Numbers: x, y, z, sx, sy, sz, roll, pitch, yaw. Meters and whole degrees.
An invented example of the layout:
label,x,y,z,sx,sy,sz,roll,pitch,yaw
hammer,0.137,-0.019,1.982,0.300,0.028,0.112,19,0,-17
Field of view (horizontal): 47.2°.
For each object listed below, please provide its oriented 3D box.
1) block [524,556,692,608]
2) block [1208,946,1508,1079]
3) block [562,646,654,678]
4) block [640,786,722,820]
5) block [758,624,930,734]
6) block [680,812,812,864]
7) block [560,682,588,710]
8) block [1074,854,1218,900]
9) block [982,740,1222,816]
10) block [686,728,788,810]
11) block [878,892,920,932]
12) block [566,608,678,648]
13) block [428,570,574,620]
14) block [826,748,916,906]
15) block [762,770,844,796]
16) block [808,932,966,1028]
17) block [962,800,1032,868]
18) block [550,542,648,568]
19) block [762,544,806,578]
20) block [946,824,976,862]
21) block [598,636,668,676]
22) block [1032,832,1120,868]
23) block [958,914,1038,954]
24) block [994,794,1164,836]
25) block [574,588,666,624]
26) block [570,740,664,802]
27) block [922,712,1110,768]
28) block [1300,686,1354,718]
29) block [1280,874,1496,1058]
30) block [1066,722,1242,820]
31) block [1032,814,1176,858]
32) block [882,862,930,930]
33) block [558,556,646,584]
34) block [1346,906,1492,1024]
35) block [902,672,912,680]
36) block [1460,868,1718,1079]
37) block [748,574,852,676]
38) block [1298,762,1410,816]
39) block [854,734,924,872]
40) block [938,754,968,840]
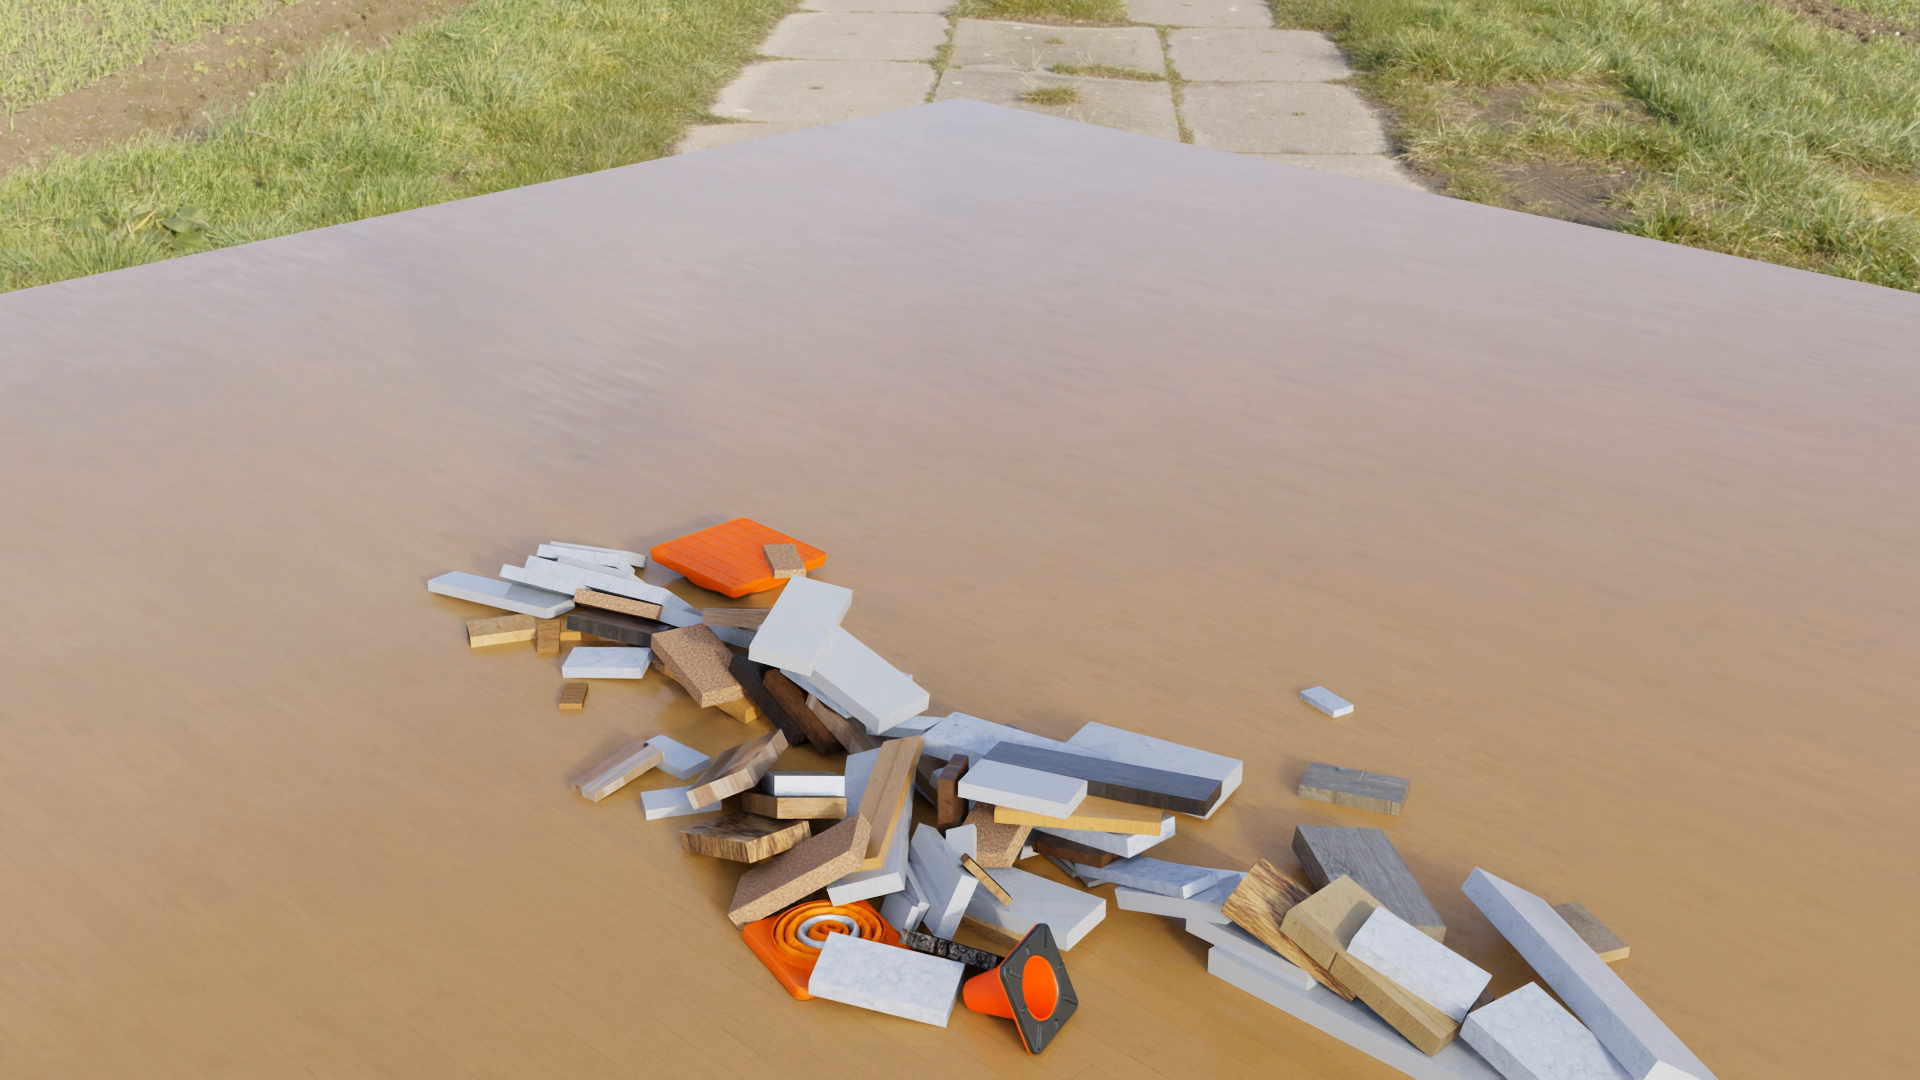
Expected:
label,x,y,z,sx,sy,sz,roll,pitch,yaw
block,-0.854,0.117,5.333,0.408,0.039,0.138,12,-15,27
block,0.730,0.816,3.776,0.640,0.047,0.167,21,31,40
block,-0.807,0.281,5.038,0.186,0.026,0.093,0,28,10
block,-0.568,0.532,4.480,0.154,0.022,0.077,-6,24,-14
block,-0.249,0.267,4.635,0.142,0.040,0.385,-25,47,-38
block,-0.415,0.571,4.242,0.138,0.039,0.275,-16,7,-33
block,-0.864,0.349,4.921,0.050,0.014,0.100,0,23,-1
block,0.342,0.616,4.066,0.081,0.023,0.320,-17,10,-32
block,0.268,0.457,4.226,0.455,0.031,0.110,8,18,21
block,-0.451,0.465,4.479,0.138,0.039,0.275,-22,7,13
block,-0.112,0.684,4.047,0.016,0.056,0.113,22,0,-25
block,-0.789,0.205,5.148,0.234,0.033,0.117,11,11,24
block,-1.123,0.133,5.372,0.403,0.026,0.093,11,20,32
block,-0.166,0.540,4.256,0.138,0.039,0.487,-15,23,9
block,-0.317,0.486,4.401,0.136,0.039,0.273,2,-4,-10
block,-0.127,0.767,3.844,0.248,0.035,0.124,12,35,10
block,0.079,0.537,4.222,0.124,0.035,0.248,-4,29,27
block,-0.916,0.037,5.572,0.219,0.031,0.109,7,-4,17
block,-0.437,0.052,5.471,0.078,0.022,0.157,-3,24,-15
block,0.002,0.587,4.118,0.056,0.016,0.113,-16,43,16
block,-0.680,0.276,5.084,0.072,0.020,0.445,-20,30,-39
block,0.226,0.584,4.186,0.163,0.023,0.081,8,19,39
block,0.066,0.702,4.073,0.190,0.027,0.095,17,28,35
block,0.226,0.512,4.150,0.311,0.027,0.095,4,21,7
block,-0.792,0.165,5.247,0.234,0.033,0.117,11,-11,24
block,-0.712,0.479,4.574,0.078,0.022,0.191,19,37,38
block,0.110,0.430,4.409,0.358,0.038,0.135,14,25,27
block,0.816,0.359,4.893,0.056,0.016,0.112,-14,27,-29
block,0.727,0.721,3.748,0.167,0.047,0.334,-22,49,-41
block,0.385,0.473,4.542,0.352,0.050,0.176,13,26,27
block,0.266,0.540,4.222,0.135,0.038,0.269,-18,20,-41
block,-0.102,0.667,4.090,0.022,0.077,0.154,23,14,-24
block,-0.878,0.092,5.420,0.219,0.031,0.109,12,-16,27
block,0.775,0.714,3.708,0.220,0.031,0.110,31,38,20
block,-0.164,0.311,5.009,0.100,0.014,0.050,13,26,29
block,1.080,0.765,3.783,0.176,0.050,0.603,27,12,-25
block,-0.337,0.179,4.674,0.136,0.039,0.273,15,35,9
block,0.811,0.511,4.520,0.208,0.029,0.104,9,25,20
block,-0.149,0.505,4.244,0.081,0.023,0.428,-11,24,16
block,-0.012,0.530,4.246,0.029,0.208,0.104,7,24,16
